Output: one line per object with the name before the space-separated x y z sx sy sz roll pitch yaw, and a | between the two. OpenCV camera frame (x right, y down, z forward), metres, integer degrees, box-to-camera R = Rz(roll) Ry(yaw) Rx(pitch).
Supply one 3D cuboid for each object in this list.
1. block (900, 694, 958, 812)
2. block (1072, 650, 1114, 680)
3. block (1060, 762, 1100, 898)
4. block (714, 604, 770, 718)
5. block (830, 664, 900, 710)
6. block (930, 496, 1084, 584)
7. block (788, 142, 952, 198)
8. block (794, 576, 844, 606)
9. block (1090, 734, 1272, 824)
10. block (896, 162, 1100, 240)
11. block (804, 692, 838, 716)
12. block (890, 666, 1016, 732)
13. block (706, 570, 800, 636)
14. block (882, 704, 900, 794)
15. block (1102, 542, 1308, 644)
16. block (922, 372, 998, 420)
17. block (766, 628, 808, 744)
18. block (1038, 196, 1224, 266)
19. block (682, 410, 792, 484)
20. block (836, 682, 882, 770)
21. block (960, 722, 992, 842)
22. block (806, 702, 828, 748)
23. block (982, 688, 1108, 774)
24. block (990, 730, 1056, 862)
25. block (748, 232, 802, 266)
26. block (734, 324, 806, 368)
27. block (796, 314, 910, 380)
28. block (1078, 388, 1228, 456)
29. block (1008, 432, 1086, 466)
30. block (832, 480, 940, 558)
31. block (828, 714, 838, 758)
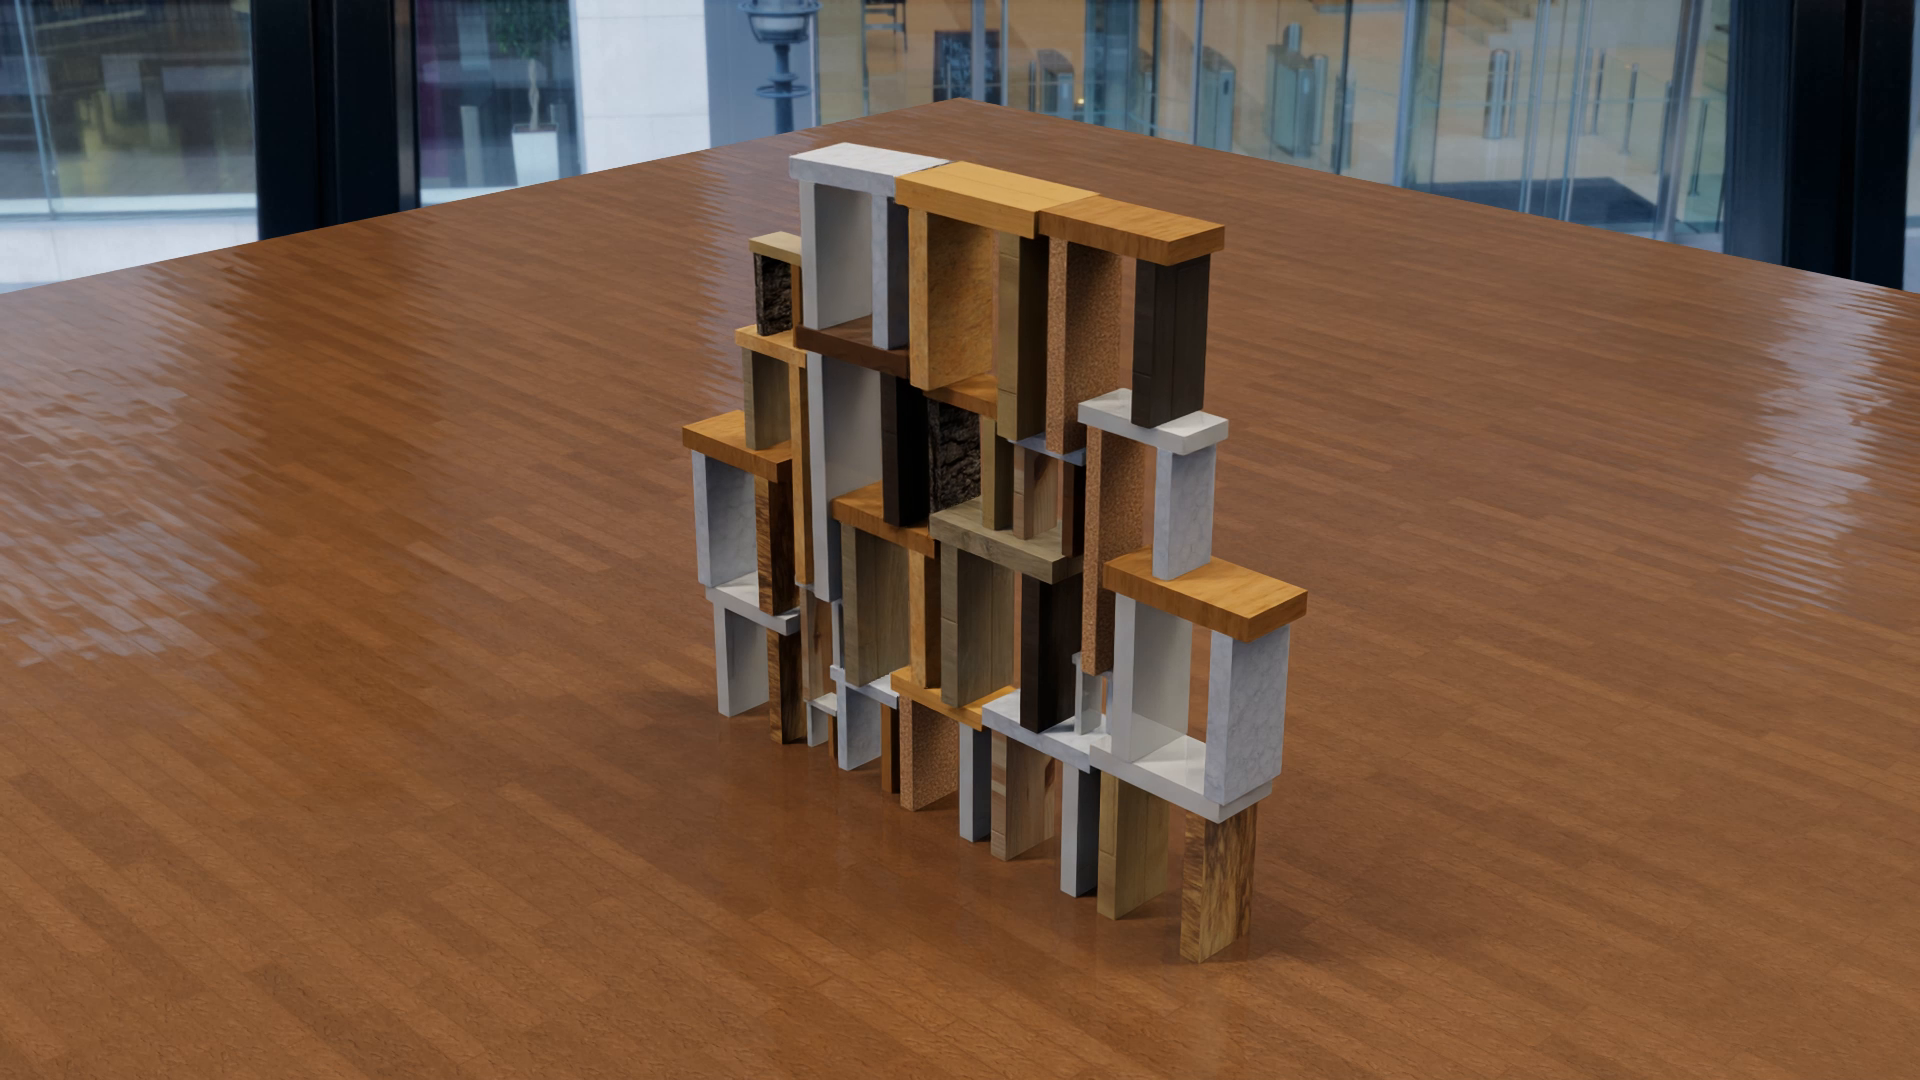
block | -0.063 0.411 4.465 0.036 0.256 0.128 21 31 41
block | 0.266 0.227 4.033 0.057 0.016 0.113 -21 31 -40
block | 0.254 0.525 4.168 0.039 0.277 0.139 21 31 41
block | -0.474 0.245 4.843 0.038 0.266 0.133 21 31 41
block | -0.163 0.288 4.531 0.100 0.028 0.201 -21 31 -40
block | 0.109 -0.005 4.101 0.314 0.044 0.157 21 31 40
block | -0.167 -0.691 4.101 0.290 0.041 0.145 18 30 41
block | -0.265 0.093 4.548 0.149 0.021 0.074 21 31 40
block | 0.396 0.412 3.964 0.301 0.043 0.151 21 31 41
block | 0.064 -0.605 3.899 0.339 0.048 0.170 21 31 40
block | -0.279 0.344 4.669 0.103 0.015 0.051 21 31 41
block | -0.003 0.300 4.352 0.128 0.036 0.256 -21 31 -41
block | -0.411 0.129 4.726 0.266 0.038 0.133 21 31 41
block | -0.115 0.412 4.531 0.100 0.201 0.028 -21 31 -41
block | 0.421 0.084 3.800 0.161 0.046 0.321 -21 31 -41
block | 0.044 -0.271 4.081 0.214 0.030 0.107 21 31 39
block | -0.348 0.294 4.728 0.038 0.266 0.133 21 31 41
block | 0.286 -0.521 3.689 0.287 0.041 0.144 21 31 41
block | -0.425 -0.198 4.608 0.153 0.043 0.307 -21 31 -41
block | -0.211 0.375 4.619 0.100 0.201 0.028 -21 31 -41
block | 0.057 0.458 4.354 0.036 0.256 0.128 21 31 41
block | -0.304 0.388 4.714 0.051 0.103 0.015 -21 31 -41
block | 0.189 0.354 4.166 0.277 0.039 0.139 21 31 41
block | 0.123 0.474 4.288 0.039 0.277 0.139 21 31 41
block | -0.331 -0.574 4.336 0.085 0.024 0.169 -21 31 -40
block | -0.341 -0.396 4.421 0.109 0.031 0.218 -21 31 -40
block | -0.156 -0.379 4.221 0.306 0.043 0.153 20 30 40
block | 0.330 -0.205 3.774 0.237 0.034 0.118 21 31 40
block | 0.182 -0.178 3.955 0.182 0.026 0.091 21 31 40
block | -0.102 -0.043 4.324 0.287 0.041 0.144 21 31 40
block | -0.255 0.407 4.669 0.015 0.103 0.051 21 31 41
